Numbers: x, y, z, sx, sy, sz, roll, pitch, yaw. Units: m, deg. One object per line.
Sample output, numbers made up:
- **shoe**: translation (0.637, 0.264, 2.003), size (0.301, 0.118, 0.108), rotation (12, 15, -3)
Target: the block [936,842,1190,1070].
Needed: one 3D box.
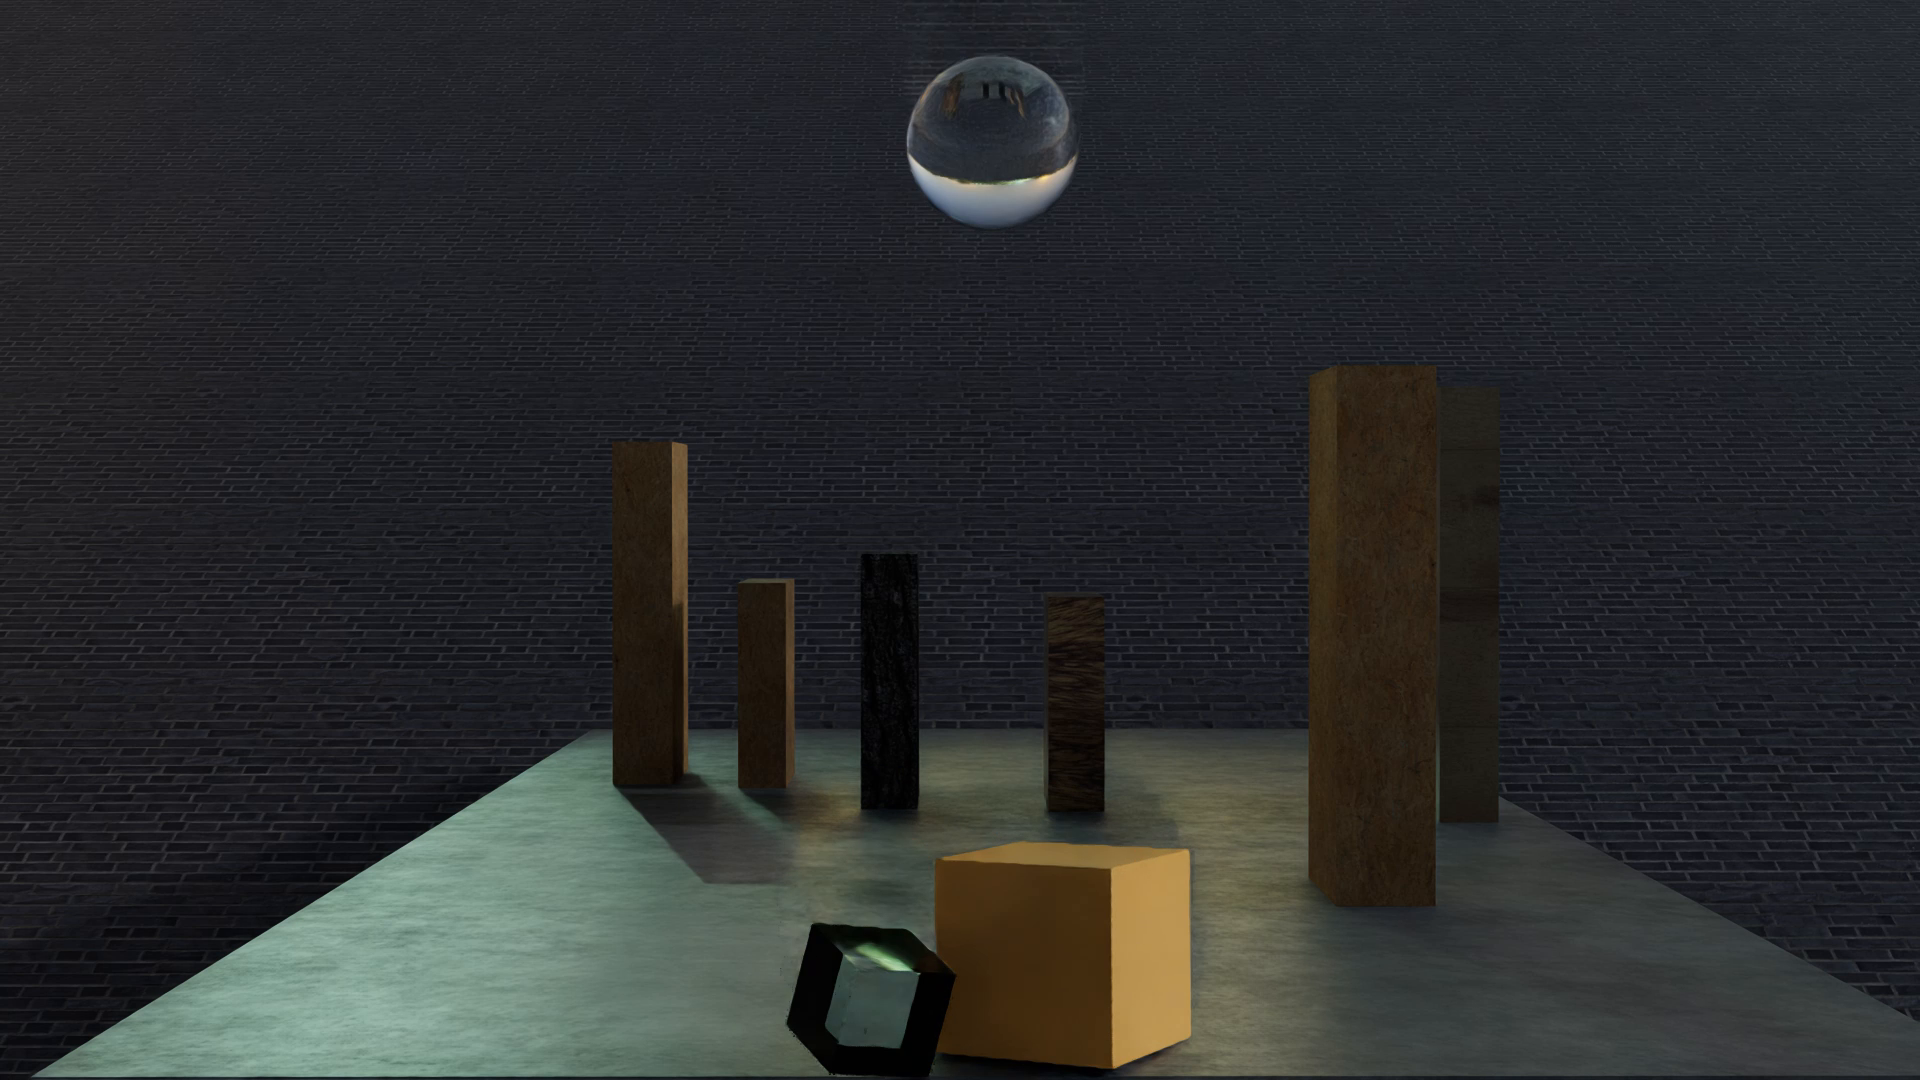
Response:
- **block**: translation (0.111, 0.433, 2.732), size (0.201, 0.201, 0.201), rotation (-1, -1, 28)

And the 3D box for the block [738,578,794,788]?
- **block**: translation (-0.401, 0.293, 5.375), size (0.097, 0.416, 0.288), rotation (0, 1, 0)

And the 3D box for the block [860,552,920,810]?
- **block**: translation (-0.134, 0.265, 5.007), size (0.106, 0.482, 0.271), rotation (0, 1, 0)

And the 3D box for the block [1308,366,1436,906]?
- **block**: translation (0.609, 0.135, 3.834), size (0.142, 0.773, 0.290), rotation (0, 1, 0)

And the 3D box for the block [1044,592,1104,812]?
- **block**: translation (0.218, 0.305, 4.980), size (0.105, 0.402, 0.294), rotation (0, 1, 0)

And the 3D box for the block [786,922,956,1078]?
- **block**: translation (-0.091, 0.464, 2.608), size (0.112, 0.112, 0.112), rotation (9, 11, -29)

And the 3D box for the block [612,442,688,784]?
- **block**: translation (-0.652, 0.148, 5.454), size (0.123, 0.704, 0.305), rotation (0, 1, 0)

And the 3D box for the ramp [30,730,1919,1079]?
- **ramp**: translation (0.062, 0.562, 4.600), size (2.000, 0.100, 4.000), rotation (0, 1, 0)

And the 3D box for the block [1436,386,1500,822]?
- **block**: translation (0.919, 0.114, 4.873), size (0.107, 0.787, 0.425), rotation (0, 1, 0)

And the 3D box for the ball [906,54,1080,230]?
- **ball**: translation (0.032, -0.379, 2.462), size (0.166, 0.166, 0.166), rotation (0, 28, 0)
